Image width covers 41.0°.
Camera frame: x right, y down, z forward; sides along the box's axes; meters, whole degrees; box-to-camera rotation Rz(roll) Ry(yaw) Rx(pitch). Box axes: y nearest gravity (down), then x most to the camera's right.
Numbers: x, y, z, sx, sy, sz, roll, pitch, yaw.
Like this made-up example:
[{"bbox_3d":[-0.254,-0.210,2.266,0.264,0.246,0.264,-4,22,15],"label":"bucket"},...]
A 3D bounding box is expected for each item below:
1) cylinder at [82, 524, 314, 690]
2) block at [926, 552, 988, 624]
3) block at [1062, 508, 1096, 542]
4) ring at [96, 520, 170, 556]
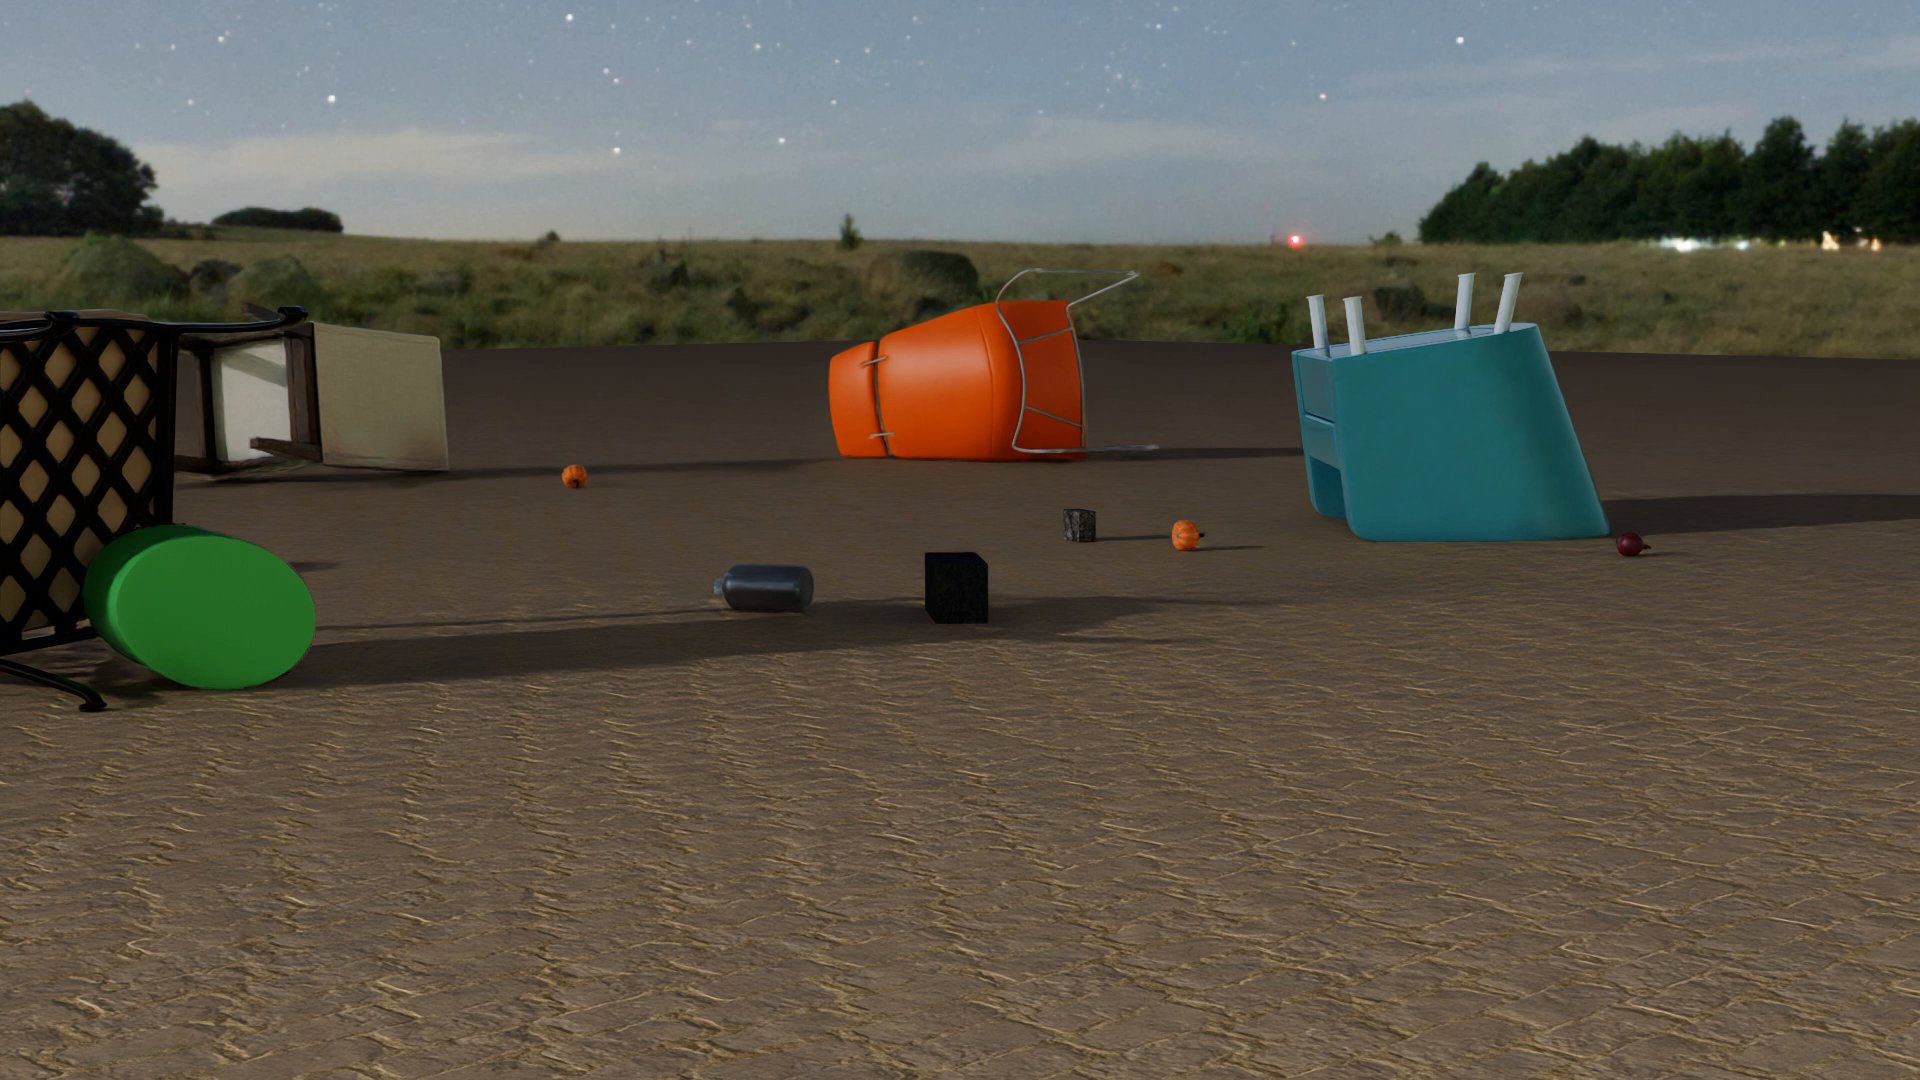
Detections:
[{"bbox_3d":[-1.234,0.107,4.158,0.318,0.243,0.222,14,-3,-32],"label":"cylinder"},{"bbox_3d":[-0.008,0.092,4.974,0.100,0.113,0.218,-1,6,-6],"label":"block"},{"bbox_3d":[0.297,-0.036,6.390,0.047,0.076,0.086,-3,6,-25],"label":"block"},{"bbox_3d":[-1.805,0.023,5.647,0.159,0.114,0.295,-1,7,4],"label":"ring"}]
